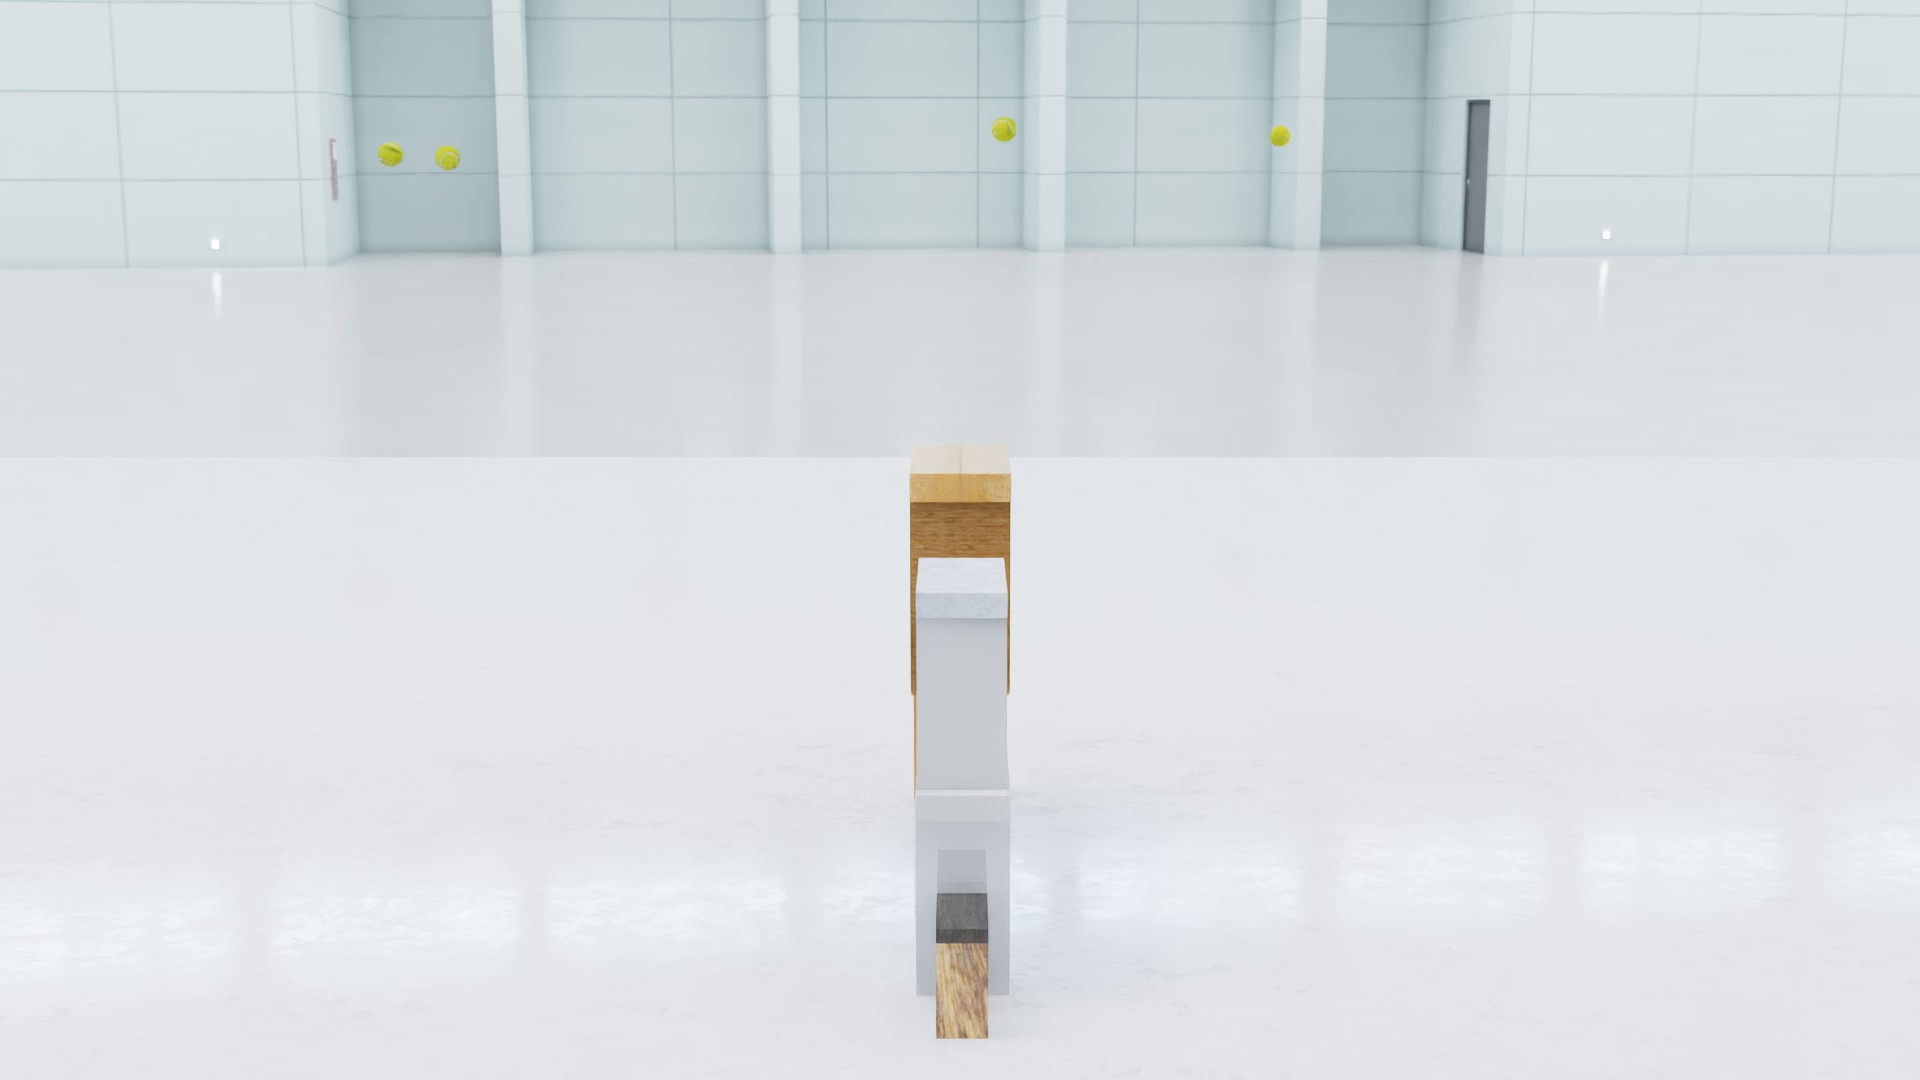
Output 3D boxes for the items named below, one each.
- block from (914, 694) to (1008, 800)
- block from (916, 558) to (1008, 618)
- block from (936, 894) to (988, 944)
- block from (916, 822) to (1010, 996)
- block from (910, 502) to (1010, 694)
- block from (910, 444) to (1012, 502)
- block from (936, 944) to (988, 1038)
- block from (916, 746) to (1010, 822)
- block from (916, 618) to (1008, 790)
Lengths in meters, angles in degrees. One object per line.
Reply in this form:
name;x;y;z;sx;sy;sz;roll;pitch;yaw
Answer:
block;0.001;0.185;4.156;0.176;0.619;0.050;0;11;0
block;0.002;0.069;3.237;0.130;0.037;0.259;0;11;0
block;0.003;0.535;3.112;0.073;0.021;0.146;0;11;0
block;0.004;0.532;3.232;0.137;0.274;0.039;0;11;0
block;0.000;0.097;3.900;0.176;0.353;0.050;0;11;0
block;0.000;-0.122;3.979;0.176;0.050;0.353;0;11;0
block;0.003;0.625;3.079;0.073;0.146;0.021;0;11;0
block;0.004;0.361;3.293;0.137;0.039;0.275;0;11;0
block;0.002;0.230;3.179;0.130;0.259;0.037;0;11;0
